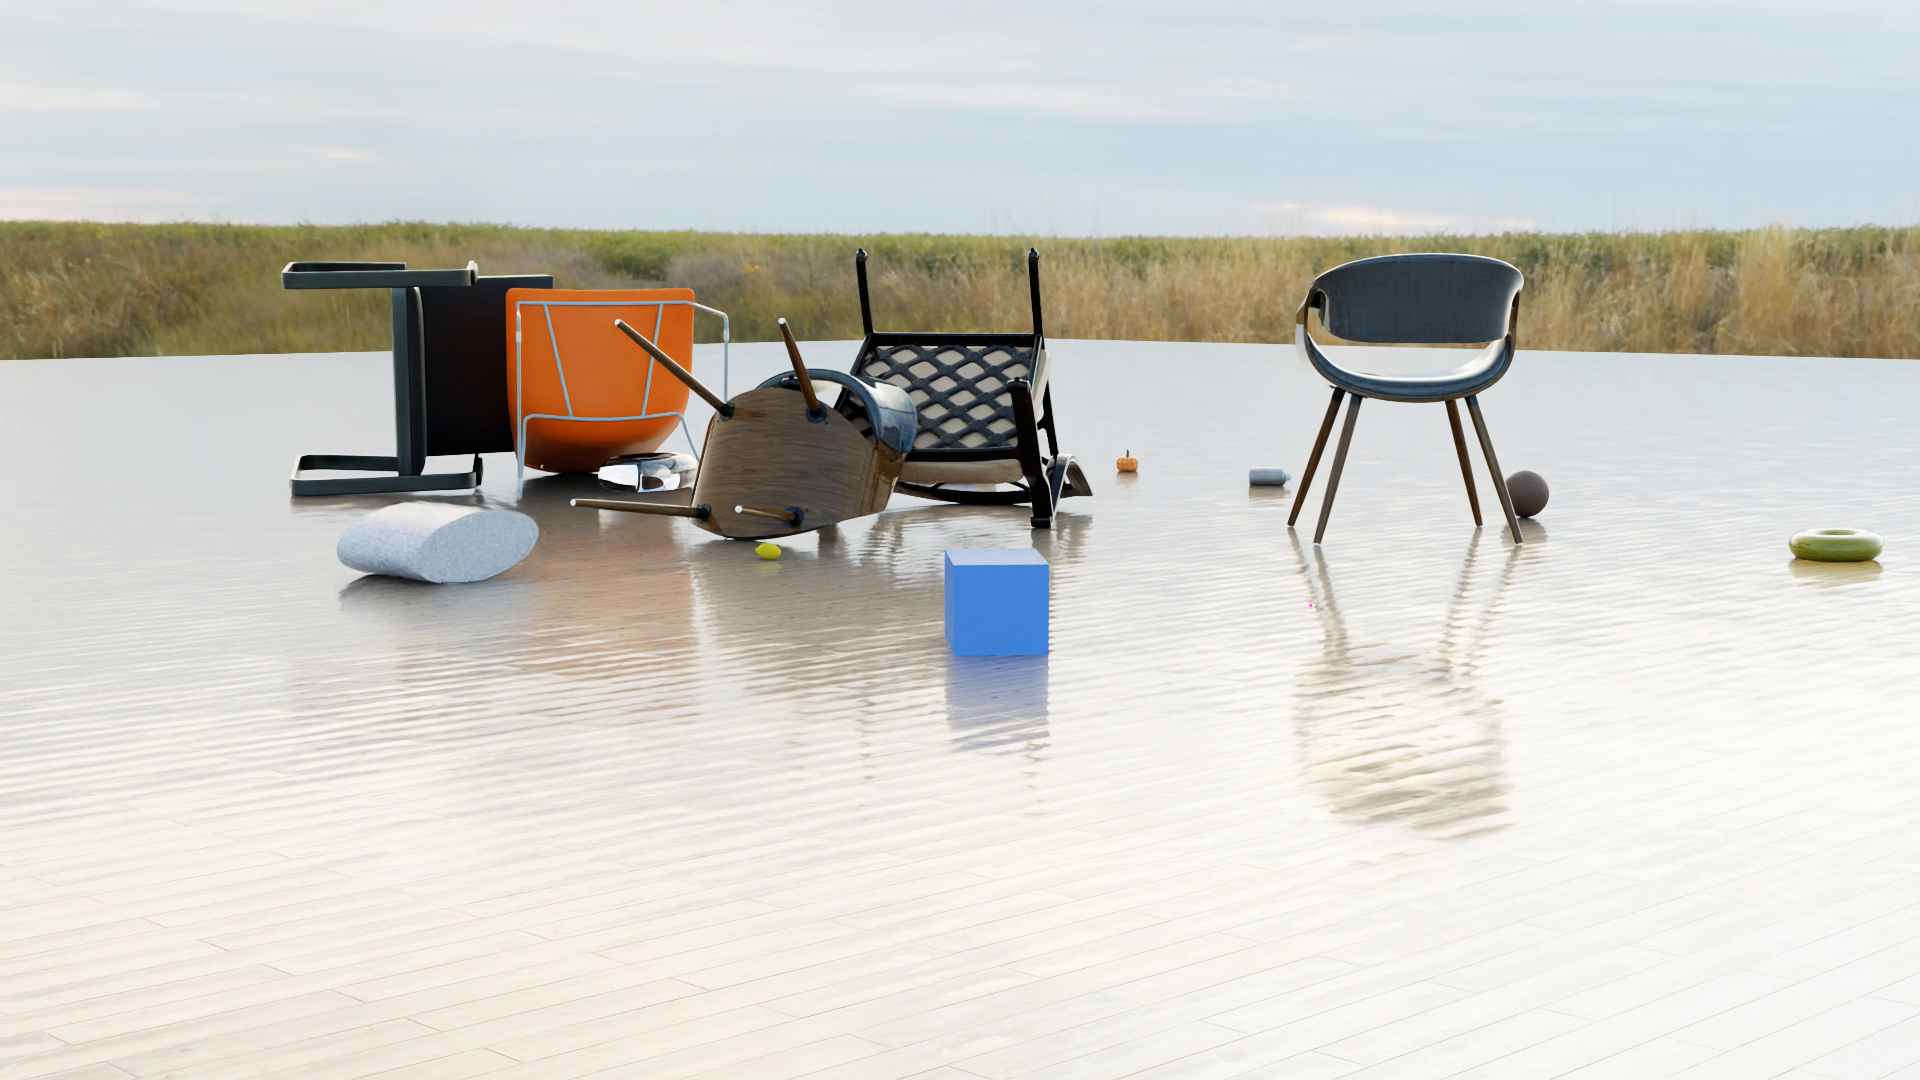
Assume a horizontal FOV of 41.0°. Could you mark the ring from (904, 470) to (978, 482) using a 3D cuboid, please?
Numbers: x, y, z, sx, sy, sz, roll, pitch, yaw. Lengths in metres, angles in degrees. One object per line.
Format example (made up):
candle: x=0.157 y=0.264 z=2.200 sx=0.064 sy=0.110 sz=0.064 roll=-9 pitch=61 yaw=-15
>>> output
ring: x=-0.063 y=-0.205 z=8.217 sx=0.242 sy=0.039 sz=0.086 roll=0 pitch=5 yaw=3

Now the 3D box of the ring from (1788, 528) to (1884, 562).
ring: x=2.049 y=0.012 z=5.999 sx=0.216 sy=0.062 sz=0.261 roll=2 pitch=7 yaw=26

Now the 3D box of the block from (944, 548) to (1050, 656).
block: x=0.063 y=0.108 z=4.593 sx=0.166 sy=0.158 sz=0.265 roll=0 pitch=6 yaw=-4

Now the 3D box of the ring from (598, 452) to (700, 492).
ring: x=-0.963 y=-0.210 z=7.960 sx=0.220 sy=0.104 sz=0.408 roll=6 pitch=9 yaw=33

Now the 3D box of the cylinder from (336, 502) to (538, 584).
cylinder: x=-1.148 y=0.003 z=5.639 sx=0.296 sy=0.146 sz=0.329 roll=6 pitch=17 yaw=44
